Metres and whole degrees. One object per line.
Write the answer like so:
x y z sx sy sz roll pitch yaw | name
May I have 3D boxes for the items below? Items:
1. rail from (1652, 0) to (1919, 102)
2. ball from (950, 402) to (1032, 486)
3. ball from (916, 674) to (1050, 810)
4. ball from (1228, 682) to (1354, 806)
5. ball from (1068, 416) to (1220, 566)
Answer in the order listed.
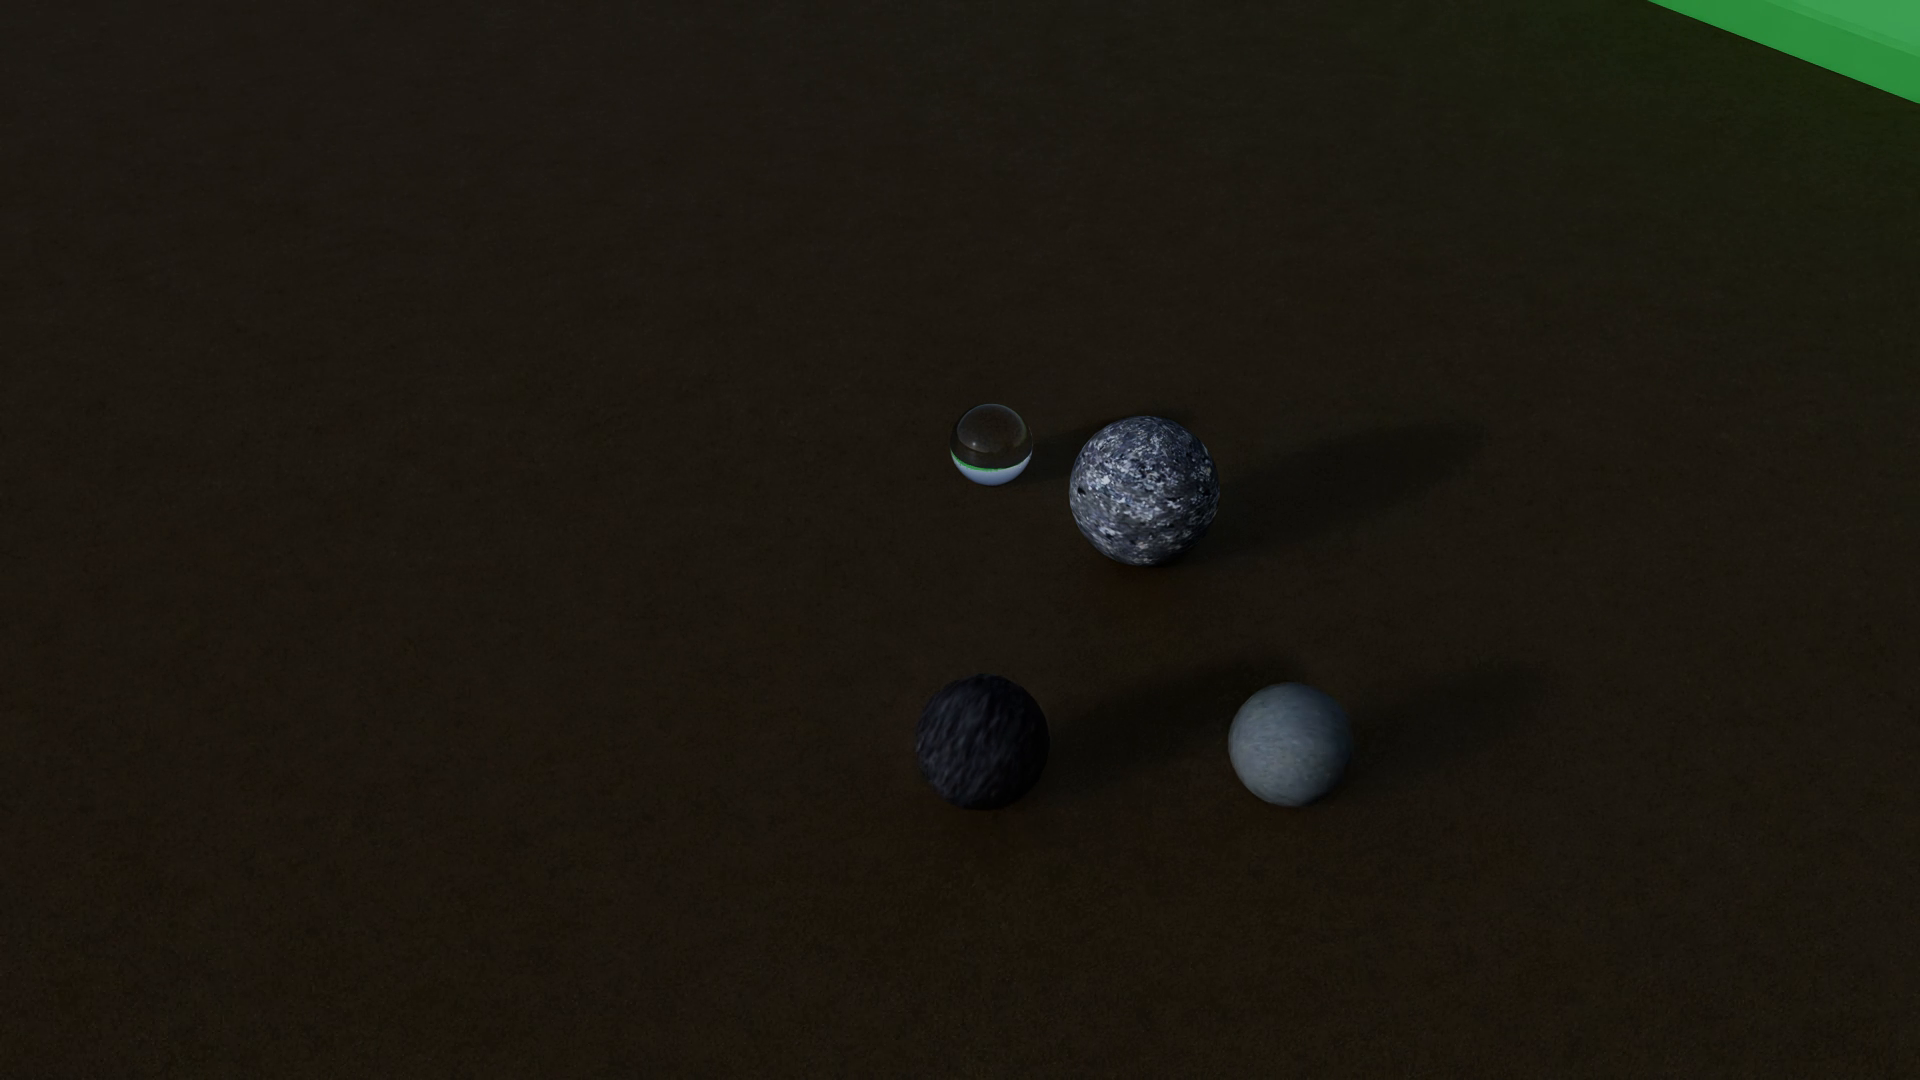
0.507 -0.749 3.248 0.045 0.129 4.256 -16 32 -27 | rail
0.022 -0.066 2.038 0.058 0.058 0.058 0 28 0 | ball
0.013 0.115 1.676 0.077 0.077 0.077 0 28 0 | ball
0.189 0.117 1.679 0.071 0.071 0.071 0 28 0 | ball
0.121 -0.032 1.930 0.099 0.099 0.099 0 28 0 | ball
